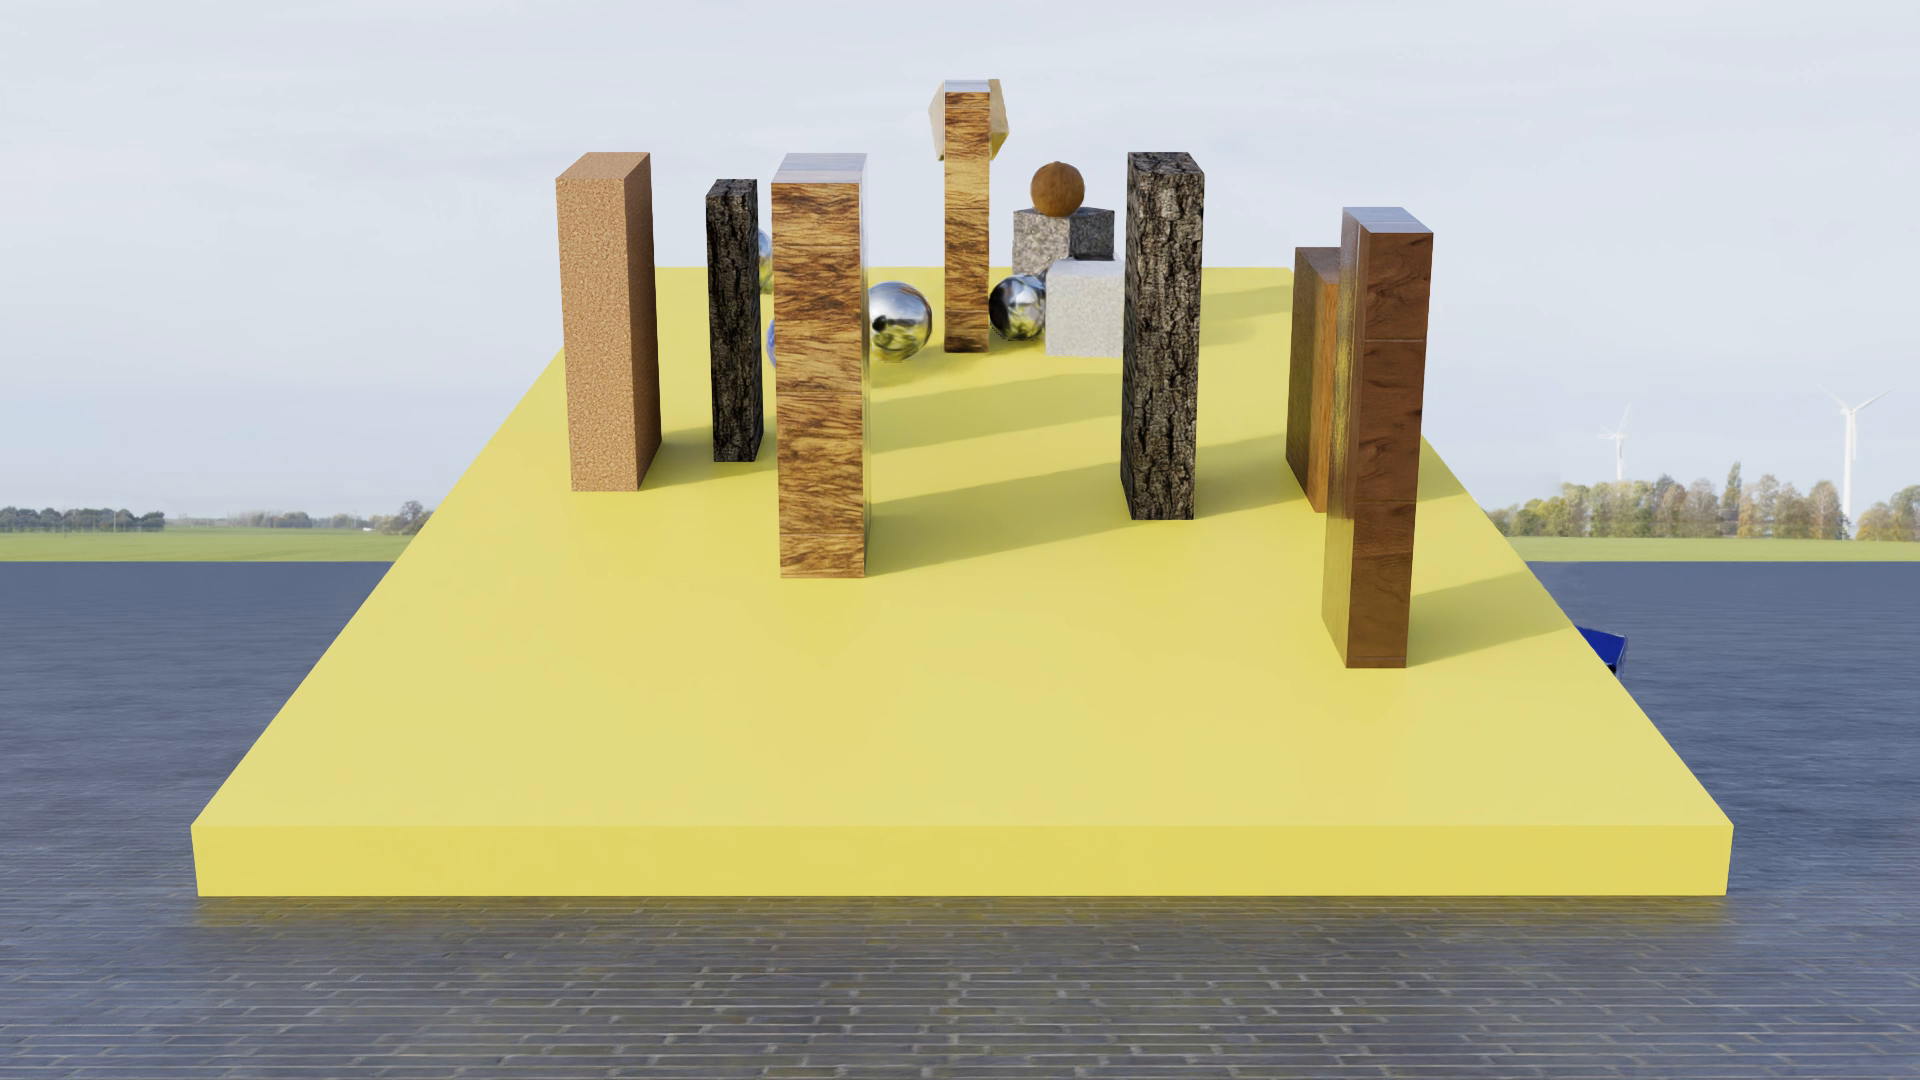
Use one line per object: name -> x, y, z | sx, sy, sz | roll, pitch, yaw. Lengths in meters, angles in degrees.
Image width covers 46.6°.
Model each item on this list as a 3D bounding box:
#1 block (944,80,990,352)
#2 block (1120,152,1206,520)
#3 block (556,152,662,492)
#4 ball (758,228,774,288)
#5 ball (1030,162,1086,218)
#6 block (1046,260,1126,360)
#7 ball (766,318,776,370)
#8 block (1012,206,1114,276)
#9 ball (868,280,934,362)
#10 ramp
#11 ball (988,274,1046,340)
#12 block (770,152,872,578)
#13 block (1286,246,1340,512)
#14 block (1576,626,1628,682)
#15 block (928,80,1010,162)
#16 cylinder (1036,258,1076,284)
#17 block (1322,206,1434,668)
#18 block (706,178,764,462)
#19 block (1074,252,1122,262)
block -> 0.017, -0.819, 5.617 | 0.110, 0.643, 0.296 | 0, 17, 0
block -> 0.381, -0.393, 4.242 | 0.116, 0.649, 0.304 | 0, 17, 0
block -> -0.698, -0.445, 4.467 | 0.129, 0.612, 0.386 | 0, 17, 0
ball -> -0.614, -0.797, 6.295 | 0.194, 0.194, 0.194 | 0, 0, 0
ball -> 0.275, -0.987, 6.274 | 0.156, 0.156, 0.156 | 0, 0, 0
block -> 0.329, -0.578, 5.577 | 0.207, 0.207, 0.207 | 3, 18, 8
ball -> -0.349, -0.459, 5.191 | 0.208, 0.208, 0.208 | 0, 0, 0
block -> 0.300, -0.848, 6.441 | 0.208, 0.208, 0.208 | 15, 23, 39
ball -> -0.164, -0.537, 5.460 | 0.197, 0.197, 0.197 | 0, 0, 0
ramp -> -0.003, -0.178, 4.811 | 2.000, 0.100, 4.000 | 0, 17, 0
ball -> 0.156, -0.596, 5.698 | 0.169, 0.169, 0.169 | 0, 0, 0
block -> -0.239, -0.315, 3.934 | 0.145, 0.684, 0.371 | 0, 17, 0
block -> 0.727, -0.321, 4.365 | 0.102, 0.441, 0.395 | 0, 17, 0
block -> 1.364, 0.275, 4.815 | 0.114, 0.114, 0.114 | 14, 35, 21
block -> 0.023, -1.130, 6.002 | 0.159, 0.159, 0.159 | -5, -17, -17
cylinder -> 0.274, -0.646, 5.769 | 0.123, 0.123, 0.123 | -27, -14, -7
block -> 0.642, -0.160, 3.454 | 0.092, 0.676, 0.242 | 0, 17, 0
block -> -0.465, -0.458, 4.619 | 0.084, 0.547, 0.241 | 0, 17, 0
block -> 0.384, -0.733, 6.221 | 0.119, 0.119, 0.119 | -1, 17, -3
